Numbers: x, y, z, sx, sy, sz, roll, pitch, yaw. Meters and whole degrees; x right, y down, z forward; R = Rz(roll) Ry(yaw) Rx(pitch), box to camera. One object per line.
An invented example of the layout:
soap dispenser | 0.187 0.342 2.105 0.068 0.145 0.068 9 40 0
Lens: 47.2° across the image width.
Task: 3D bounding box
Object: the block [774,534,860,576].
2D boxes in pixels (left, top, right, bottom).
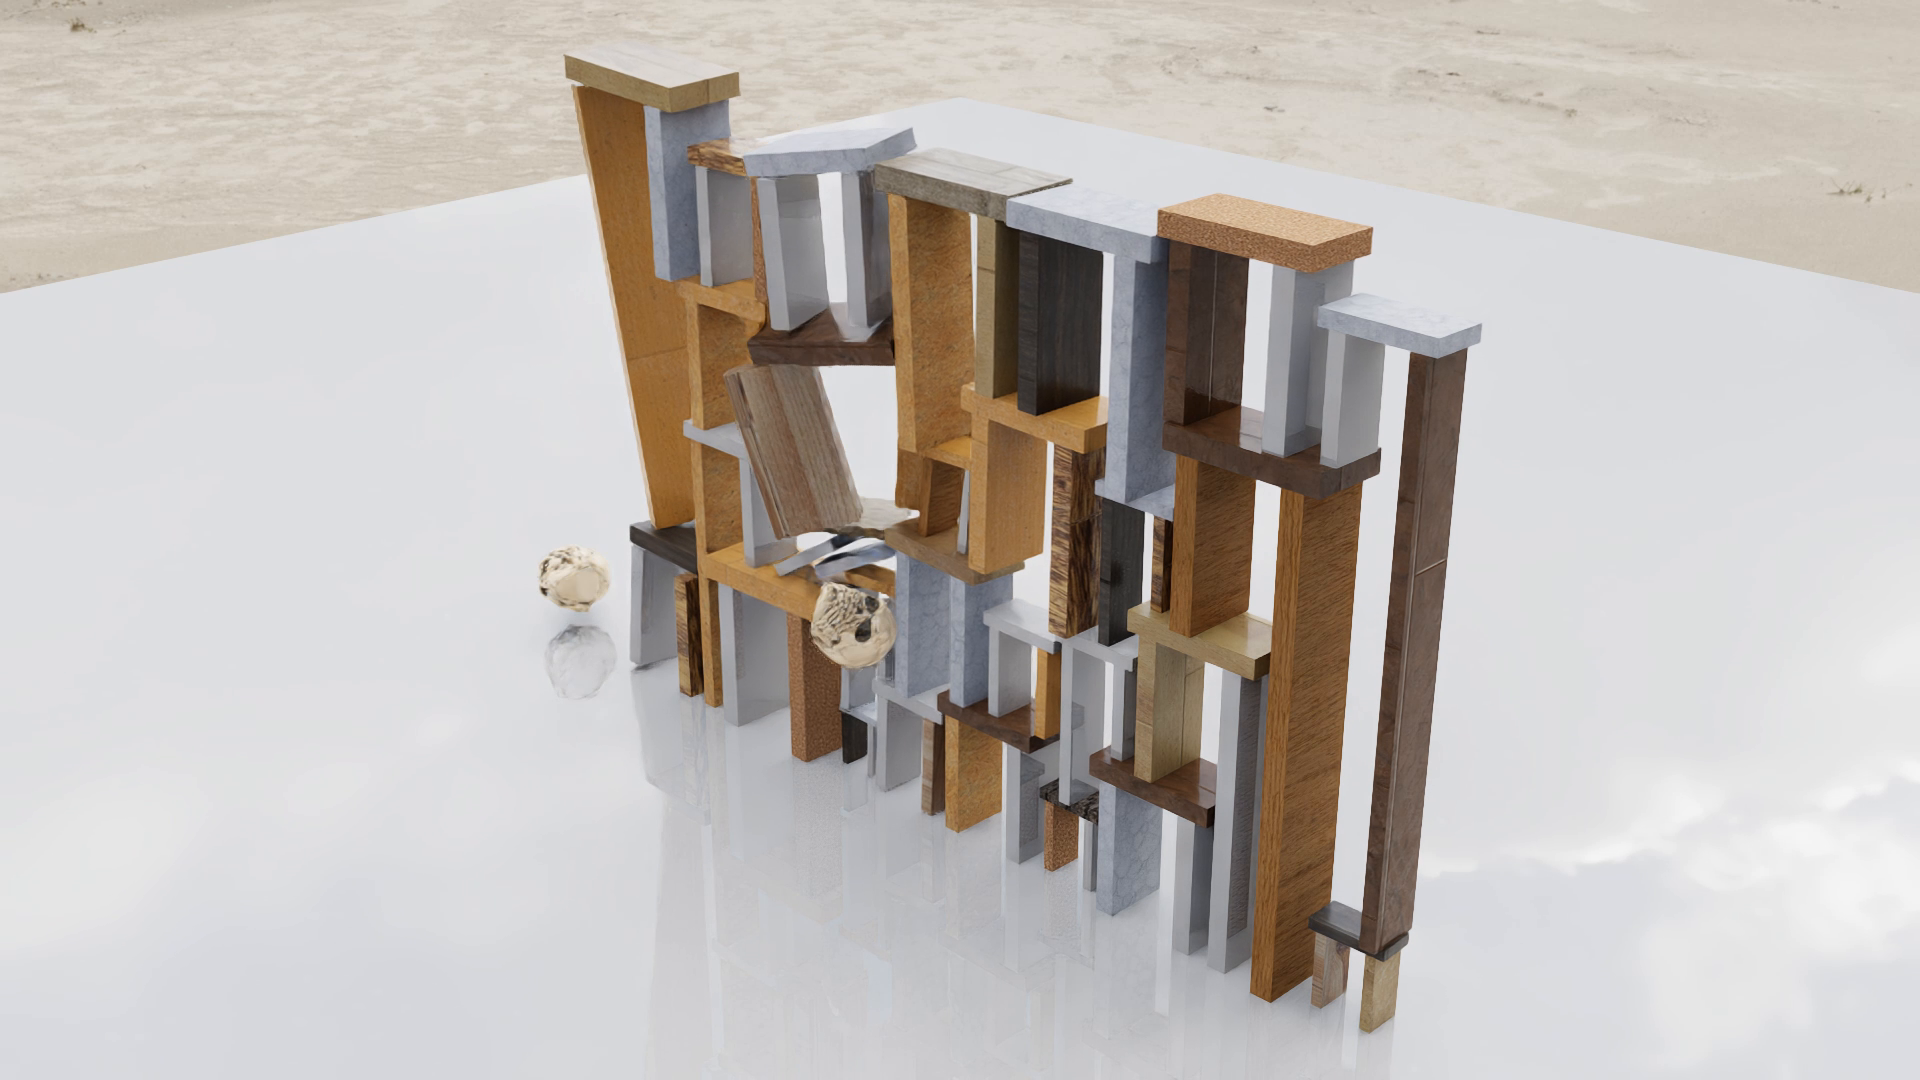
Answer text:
block | -0.291 0.023 4.552 0.188 0.027 0.094 -24 1 44

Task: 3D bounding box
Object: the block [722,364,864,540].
block | -0.330 -0.188 4.379 0.177 0.355 0.050 -13 19 12

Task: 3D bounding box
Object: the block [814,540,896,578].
block | -0.198 0.032 4.528 0.188 0.027 0.094 -16 8 21

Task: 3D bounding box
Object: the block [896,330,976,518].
block | -0.029 -0.234 4.336 0.177 0.370 0.050 10 21 18

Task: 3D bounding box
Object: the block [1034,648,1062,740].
block | 0.184 0.275 4.142 0.092 0.184 0.026 -21 32 -40

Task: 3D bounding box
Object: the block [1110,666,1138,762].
block | 0.318 0.301 4.005 0.027 0.187 0.094 21 31 40

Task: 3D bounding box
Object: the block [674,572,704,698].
block | -0.567 0.198 4.933 0.141 0.282 0.040 -21 31 -41

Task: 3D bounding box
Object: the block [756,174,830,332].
block | -0.319 -0.568 4.228 0.042 0.297 0.148 10 28 26

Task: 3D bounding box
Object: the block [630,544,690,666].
block | -0.690 0.137 5.061 0.040 0.282 0.141 21 25 40

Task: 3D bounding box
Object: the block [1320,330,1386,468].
block | 0.619 -0.234 3.457 0.111 0.222 0.031 -21 31 -41

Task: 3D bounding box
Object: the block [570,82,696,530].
block | -0.669 -0.512 4.814 0.177 1.011 0.050 -15 25 -18

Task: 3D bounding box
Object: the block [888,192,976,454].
block | -0.049 -0.419 4.107 0.047 0.491 0.166 19 30 40

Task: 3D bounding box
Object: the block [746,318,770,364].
block | -0.366 -0.331 4.489 0.040 0.279 0.139 20 30 40

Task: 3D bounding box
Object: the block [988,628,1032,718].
block | 0.097 0.240 4.223 0.092 0.184 0.026 -21 31 -40

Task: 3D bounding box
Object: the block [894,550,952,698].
block | -0.067 0.151 4.394 0.132 0.314 0.037 -18 29 -40

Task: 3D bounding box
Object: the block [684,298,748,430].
block | -0.502 -0.382 4.613 0.139 0.279 0.040 -21 30 -40

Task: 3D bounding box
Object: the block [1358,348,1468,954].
block | 0.722 0.191 3.518 0.031 1.051 0.111 21 31 40

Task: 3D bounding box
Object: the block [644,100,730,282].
block | -0.550 -0.723 4.505 0.050 0.354 0.177 20 31 41

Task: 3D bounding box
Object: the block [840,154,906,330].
block | -0.155 -0.562 4.121 0.042 0.297 0.148 16 32 30

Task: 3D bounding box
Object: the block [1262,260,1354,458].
block | 0.554 -0.300 3.501 0.155 0.310 0.044 -21 31 -41

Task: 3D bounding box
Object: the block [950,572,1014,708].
block | 0.042 0.181 4.261 0.132 0.264 0.037 -20 30 -41

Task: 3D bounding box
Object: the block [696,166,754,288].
block | -0.472 -0.646 4.458 0.035 0.247 0.123 20 30 40

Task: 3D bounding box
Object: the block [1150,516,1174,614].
block | 0.373 0.030 3.835 0.089 0.178 0.025 -21 31 -40

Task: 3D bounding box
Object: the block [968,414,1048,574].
block | 0.091 -0.104 4.098 0.155 0.310 0.044 -19 31 -39

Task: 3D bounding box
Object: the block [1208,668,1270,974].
block | 0.508 0.478 3.873 0.040 0.595 0.140 21 31 41

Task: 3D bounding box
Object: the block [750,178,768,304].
block | -0.352 -0.603 4.353 0.035 0.247 0.123 21 31 39

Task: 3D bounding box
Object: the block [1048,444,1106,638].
block | 0.233 -0.017 3.973 0.155 0.368 0.044 -21 32 -40

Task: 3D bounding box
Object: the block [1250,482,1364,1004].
block | 0.585 0.341 3.730 0.046 0.958 0.162 21 31 41

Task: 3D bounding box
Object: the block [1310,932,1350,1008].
block | 0.648 0.734 3.836 0.022 0.153 0.076 21 31 41

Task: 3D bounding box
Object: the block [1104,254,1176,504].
block | 0.326 -0.288 3.742 0.163 0.429 0.046 -21 32 -40

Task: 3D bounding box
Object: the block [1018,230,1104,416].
block | 0.177 -0.396 3.862 0.163 0.327 0.046 -20 30 -39

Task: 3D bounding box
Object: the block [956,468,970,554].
block | 0.041 -0.063 4.181 0.085 0.169 0.024 -17 34 -39

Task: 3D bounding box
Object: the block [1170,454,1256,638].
block | 0.432 -0.010 3.746 0.046 0.323 0.162 21 31 41

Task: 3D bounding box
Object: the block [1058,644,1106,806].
block | 0.229 0.332 4.115 0.027 0.331 0.094 21 31 41

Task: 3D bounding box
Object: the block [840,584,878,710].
block | -0.208 0.216 4.560 0.023 0.265 0.081 17 23 39

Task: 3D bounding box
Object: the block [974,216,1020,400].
block | 0.105 -0.433 3.940 0.166 0.331 0.047 -20 31 -39

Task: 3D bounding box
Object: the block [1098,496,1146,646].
block | 0.290 0.046 3.934 0.089 0.284 0.025 -21 31 -40

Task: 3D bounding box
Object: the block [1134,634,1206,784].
block | 0.376 0.281 3.933 0.040 0.280 0.140 21 31 41

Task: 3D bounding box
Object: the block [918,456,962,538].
block | -0.037 -0.096 4.253 0.085 0.169 0.024 -22 39 -40

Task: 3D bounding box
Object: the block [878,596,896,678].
block | -0.128 0.195 4.477 0.081 0.162 0.023 -13 21 -42

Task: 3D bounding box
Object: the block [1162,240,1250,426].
block | 0.408 -0.357 3.635 0.155 0.310 0.044 -21 31 -41

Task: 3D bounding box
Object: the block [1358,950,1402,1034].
block | 0.721 0.762 3.769 0.022 0.153 0.077 21 31 40
